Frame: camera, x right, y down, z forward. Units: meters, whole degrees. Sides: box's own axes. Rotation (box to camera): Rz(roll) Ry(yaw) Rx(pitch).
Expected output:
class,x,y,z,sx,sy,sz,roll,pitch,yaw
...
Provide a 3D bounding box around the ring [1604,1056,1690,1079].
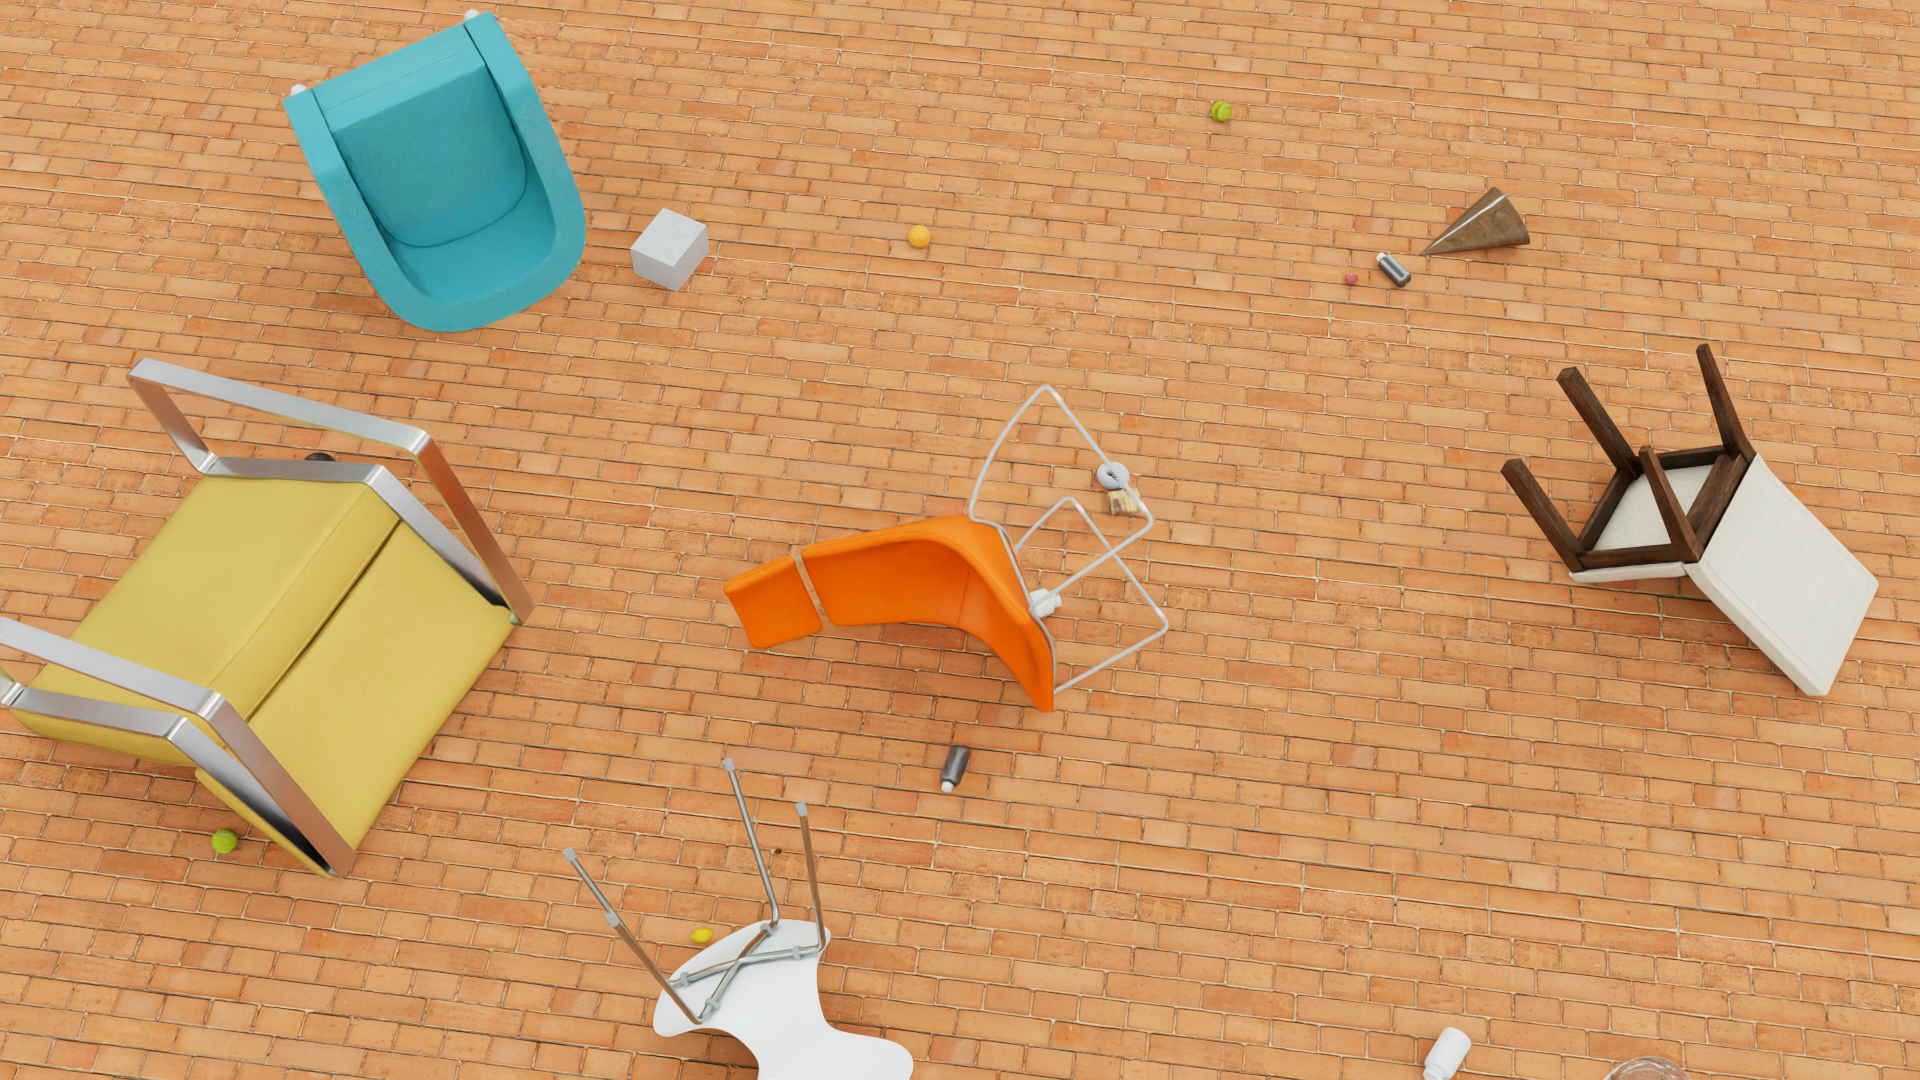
class,x,y,z,sx,sy,sz,roll,pitch,yaw
ring,1.725,1.463,5.561,0.258,0.053,0.363,32,62,20

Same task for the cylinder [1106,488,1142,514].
class,x,y,z,sx,sy,sz,roll,pitch,yaw
cylinder,0.496,-0.117,6.626,0.095,0.044,0.081,-7,58,-5

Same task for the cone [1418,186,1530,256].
class,x,y,z,sx,sy,sz,roll,pitch,yaw
cone,1.650,-0.996,7.203,0.337,0.132,0.260,-24,54,-2

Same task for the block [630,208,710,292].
class,x,y,z,sx,sy,sz,roll,pitch,yaw
block,-0.939,-0.942,7.131,0.163,0.124,0.199,24,59,15

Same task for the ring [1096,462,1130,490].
class,x,y,z,sx,sy,sz,roll,pitch,yaw
ring,0.464,-0.195,6.671,0.101,0.057,0.083,13,59,11

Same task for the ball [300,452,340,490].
class,x,y,z,sx,sy,sz,roll,pitch,yaw
ball,-1.935,-0.208,6.644,0.116,0.116,0.116,0,56,0
